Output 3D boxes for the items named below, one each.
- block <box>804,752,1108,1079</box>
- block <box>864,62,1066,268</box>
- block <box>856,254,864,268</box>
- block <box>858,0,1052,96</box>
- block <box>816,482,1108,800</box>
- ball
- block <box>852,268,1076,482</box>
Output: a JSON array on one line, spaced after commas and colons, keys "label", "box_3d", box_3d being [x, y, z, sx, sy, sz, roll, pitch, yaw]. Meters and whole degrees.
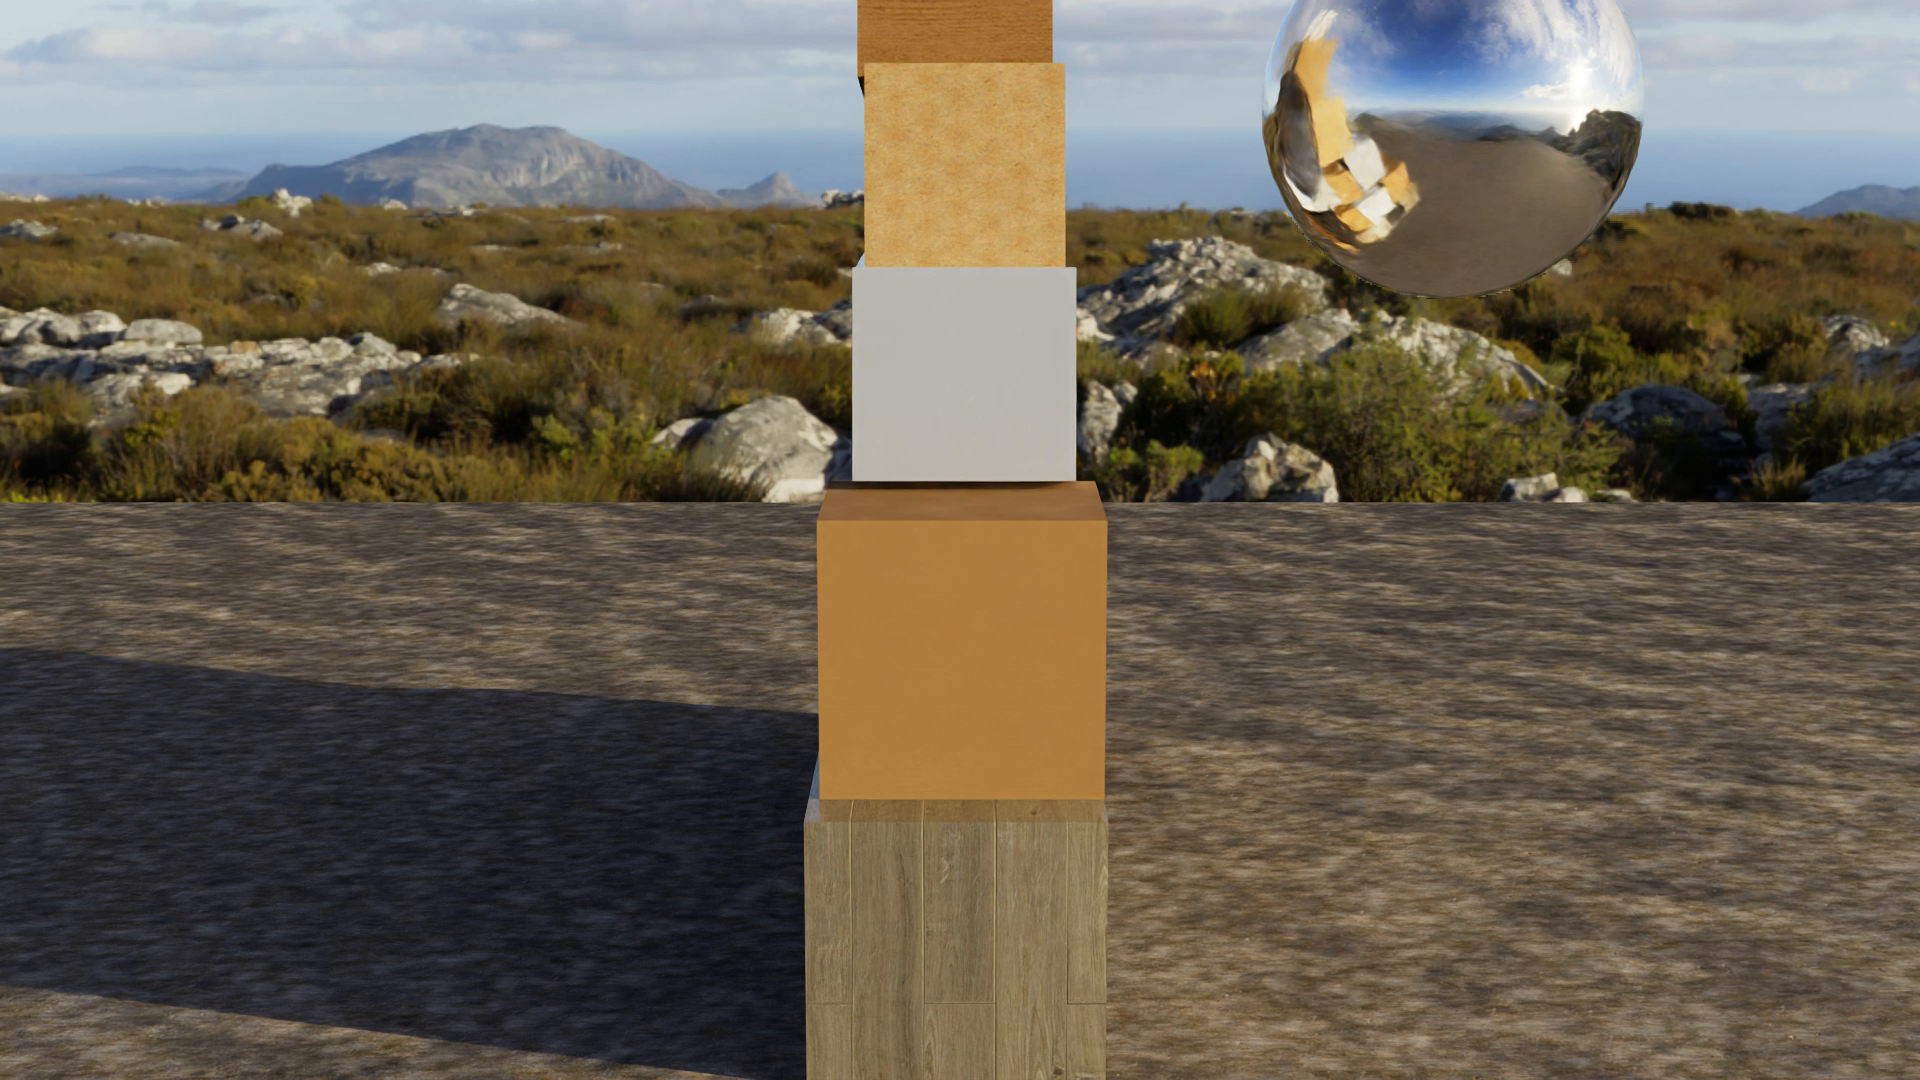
[{"label": "block", "box_3d": [-0.014, 1.362, 9.389, 1.050, 0.962, 0.941, 0, 10, 0]}, {"label": "block", "box_3d": [0.019, -1.447, 10.377, 0.781, 0.831, 0.772, 0, 1, 0]}, {"label": "block", "box_3d": [-0.013, -0.832, 11.359, 0.857, 0.810, 0.947, 0, 10, 0]}, {"label": "block", "box_3d": [-0.018, -2.274, 10.698, 0.785, 0.807, 0.799, 0, 1, 0]}, {"label": "block", "box_3d": [0.008, 0.349, 9.459, 1.013, 1.006, 0.880, 0, 10, 0]}, {"label": "ball", "box_3d": [2.074, -1.829, 10.848, 1.600, 1.600, 1.600, 0, 10, 0]}, {"label": "block", "box_3d": [0.015, -0.625, 9.905, 0.832, 0.794, 0.733, 0, 1, 0]}]
